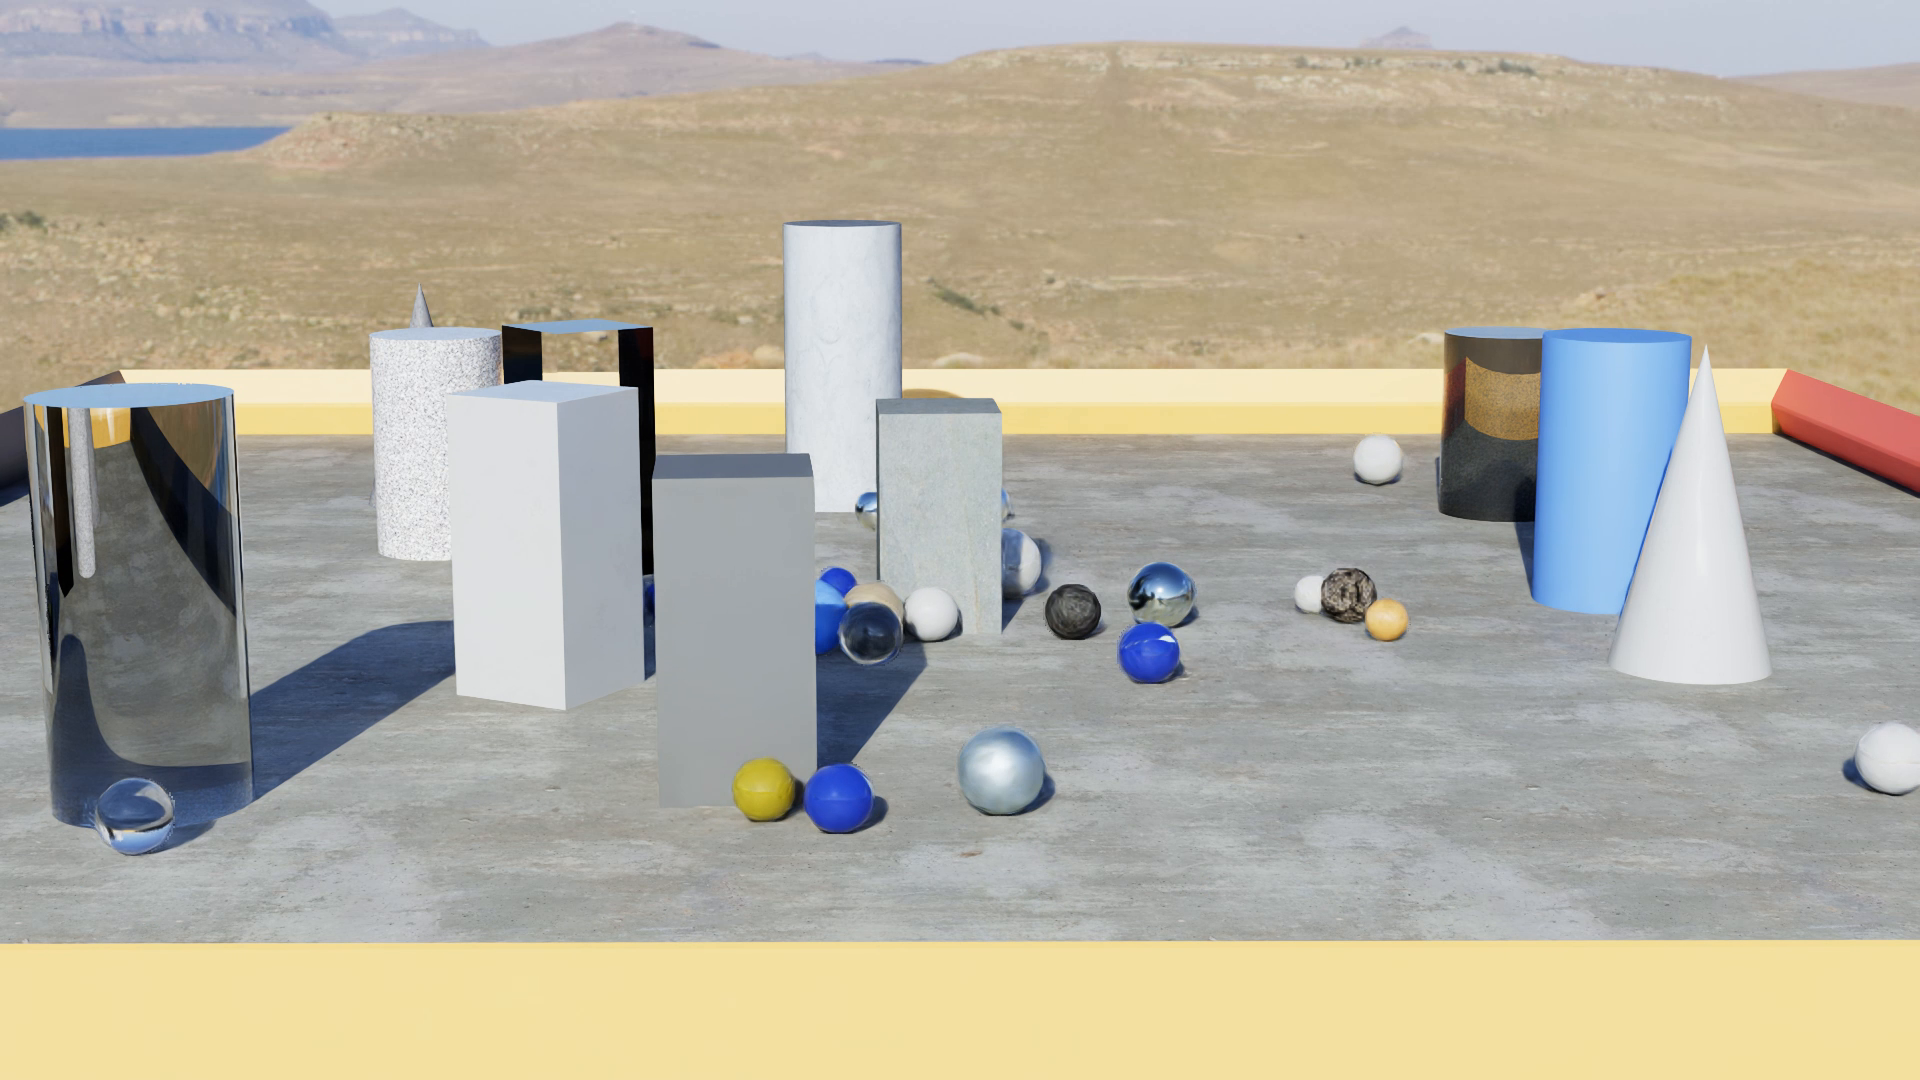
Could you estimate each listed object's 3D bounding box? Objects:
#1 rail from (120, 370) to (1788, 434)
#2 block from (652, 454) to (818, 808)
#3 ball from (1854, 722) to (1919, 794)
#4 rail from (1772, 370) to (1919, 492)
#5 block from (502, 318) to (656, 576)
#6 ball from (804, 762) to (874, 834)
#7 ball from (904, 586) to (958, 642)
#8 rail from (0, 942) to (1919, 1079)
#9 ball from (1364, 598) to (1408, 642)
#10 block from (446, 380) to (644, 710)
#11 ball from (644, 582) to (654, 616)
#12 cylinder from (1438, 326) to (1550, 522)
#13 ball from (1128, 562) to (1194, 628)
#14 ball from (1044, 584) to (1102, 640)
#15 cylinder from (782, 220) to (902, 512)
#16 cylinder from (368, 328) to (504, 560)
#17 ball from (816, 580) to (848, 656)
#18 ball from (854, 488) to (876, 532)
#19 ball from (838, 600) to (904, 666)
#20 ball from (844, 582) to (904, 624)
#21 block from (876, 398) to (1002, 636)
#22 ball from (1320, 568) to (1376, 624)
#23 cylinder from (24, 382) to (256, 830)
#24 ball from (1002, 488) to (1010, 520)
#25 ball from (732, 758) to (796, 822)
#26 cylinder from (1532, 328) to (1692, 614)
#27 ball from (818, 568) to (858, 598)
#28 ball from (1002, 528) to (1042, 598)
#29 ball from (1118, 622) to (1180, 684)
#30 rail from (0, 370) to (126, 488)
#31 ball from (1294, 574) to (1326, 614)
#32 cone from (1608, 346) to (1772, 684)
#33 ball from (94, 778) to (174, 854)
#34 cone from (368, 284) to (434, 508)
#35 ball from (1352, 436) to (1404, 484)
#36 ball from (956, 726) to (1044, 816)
[{"bbox_3d":[-0.010,-0.272,5.093,3.322,0.127,0.045,0,11,0],"label":"rail"},{"bbox_3d":[-0.227,0.088,2.599,0.157,0.331,0.157,-1,11,-5],"label":"block"},{"bbox_3d":[0.943,0.221,2.593,0.072,0.072,0.072,0,11,0],"label":"ball"},{"bbox_3d":[1.637,0.031,3.458,0.045,0.127,3.391,0,11,0],"label":"rail"},{"bbox_3d":[-0.547,-0.130,3.700,0.157,0.358,0.157,-8,13,-38],"label":"block"},{"bbox_3d":[-0.116,0.248,2.460,0.067,0.067,0.067,0,11,0],"label":"ball"},{"bbox_3d":[-0.038,0.094,3.277,0.072,0.072,0.072,0,11,0],"label":"ball"},{"bbox_3d":[0.010,0.338,1.805,3.322,0.127,0.045,0,11,0],"label":"rail"},{"bbox_3d":[0.545,0.102,3.279,0.055,0.055,0.055,0,11,0],"label":"ball"},{"bbox_3d":[-0.483,0.001,3.004,0.157,0.354,0.157,6,12,28],"label":"block"},{"bbox_3d":[-0.393,0.079,3.414,0.052,0.052,0.052,0,11,0],"label":"ball"},{"bbox_3d":[0.889,-0.192,4.205,0.196,0.296,0.196,0,11,0],"label":"cylinder"},{"bbox_3d":[0.263,0.072,3.354,0.088,0.088,0.088,0,11,0],"label":"ball"},{"bbox_3d":[0.145,0.092,3.290,0.072,0.072,0.072,0,11,0],"label":"ball"},{"bbox_3d":[-0.195,-0.293,4.279,0.196,0.468,0.196,0,11,0],"label":"cylinder"},{"bbox_3d":[-0.787,-0.148,3.882,0.196,0.328,0.196,0,11,0],"label":"cylinder"},{"bbox_3d":[-0.187,0.096,3.196,0.096,0.096,0.096,0,11,0],"label":"ball"},{"bbox_3d":[-0.130,-0.048,4.043,0.072,0.072,0.072,0,11,0],"label":"ball"},{"bbox_3d":[-0.110,0.114,3.144,0.080,0.080,0.080,0,11,0],"label":"ball"},{"bbox_3d":[-0.111,0.093,3.252,0.082,0.082,0.082,0,11,0],"label":"ball"},{"bbox_3d":[-0.029,-0.033,3.371,0.157,0.288,0.157,-1,11,-3],"label":"block"},{"bbox_3d":[0.512,0.073,3.385,0.074,0.074,0.074,0,11,0],"label":"ball"},{"bbox_3d":[-0.806,0.061,2.529,0.196,0.410,0.196,0,11,0],"label":"cylinder"},{"bbox_3d":[0.049,-0.057,4.114,0.064,0.064,0.064,0,11,0],"label":"ball"},{"bbox_3d":[-0.191,0.243,2.499,0.062,0.062,0.062,0,11,0],"label":"ball"},{"bbox_3d":[0.888,-0.097,3.502,0.196,0.365,0.196,0,11,0],"label":"cylinder"},{"bbox_3d":[-0.166,0.065,3.478,0.056,0.056,0.056,0,11,0],"label":"ball"},{"bbox_3d":[0.063,0.032,3.538,0.098,0.098,0.098,0,11,0],"label":"ball"},{"bbox_3d":[0.225,0.134,3.055,0.074,0.074,0.074,0,11,0],"label":"ball"},{"bbox_3d":[-1.637,0.034,3.440,0.045,0.127,3.391,0,11,0],"label":"rail"},{"bbox_3d":[0.474,0.073,3.442,0.053,0.053,0.053,0,11,0],"label":"ball"},{"bbox_3d":[0.895,-0.041,3.114,0.196,0.396,0.196,0,11,0],"label":"cone"},{"bbox_3d":[-0.771,0.258,2.396,0.071,0.071,0.071,0,11,0],"label":"ball"},{"bbox_3d":[-0.897,-0.247,4.294,0.196,0.371,0.196,0,11,0],"label":"cone"},{"bbox_3d":[0.733,-0.141,4.502,0.087,0.087,0.087,0,11,0],"label":"ball"},{"bbox_3d":[0.040,0.227,2.520,0.086,0.086,0.086,0,11,0],"label":"ball"}]
